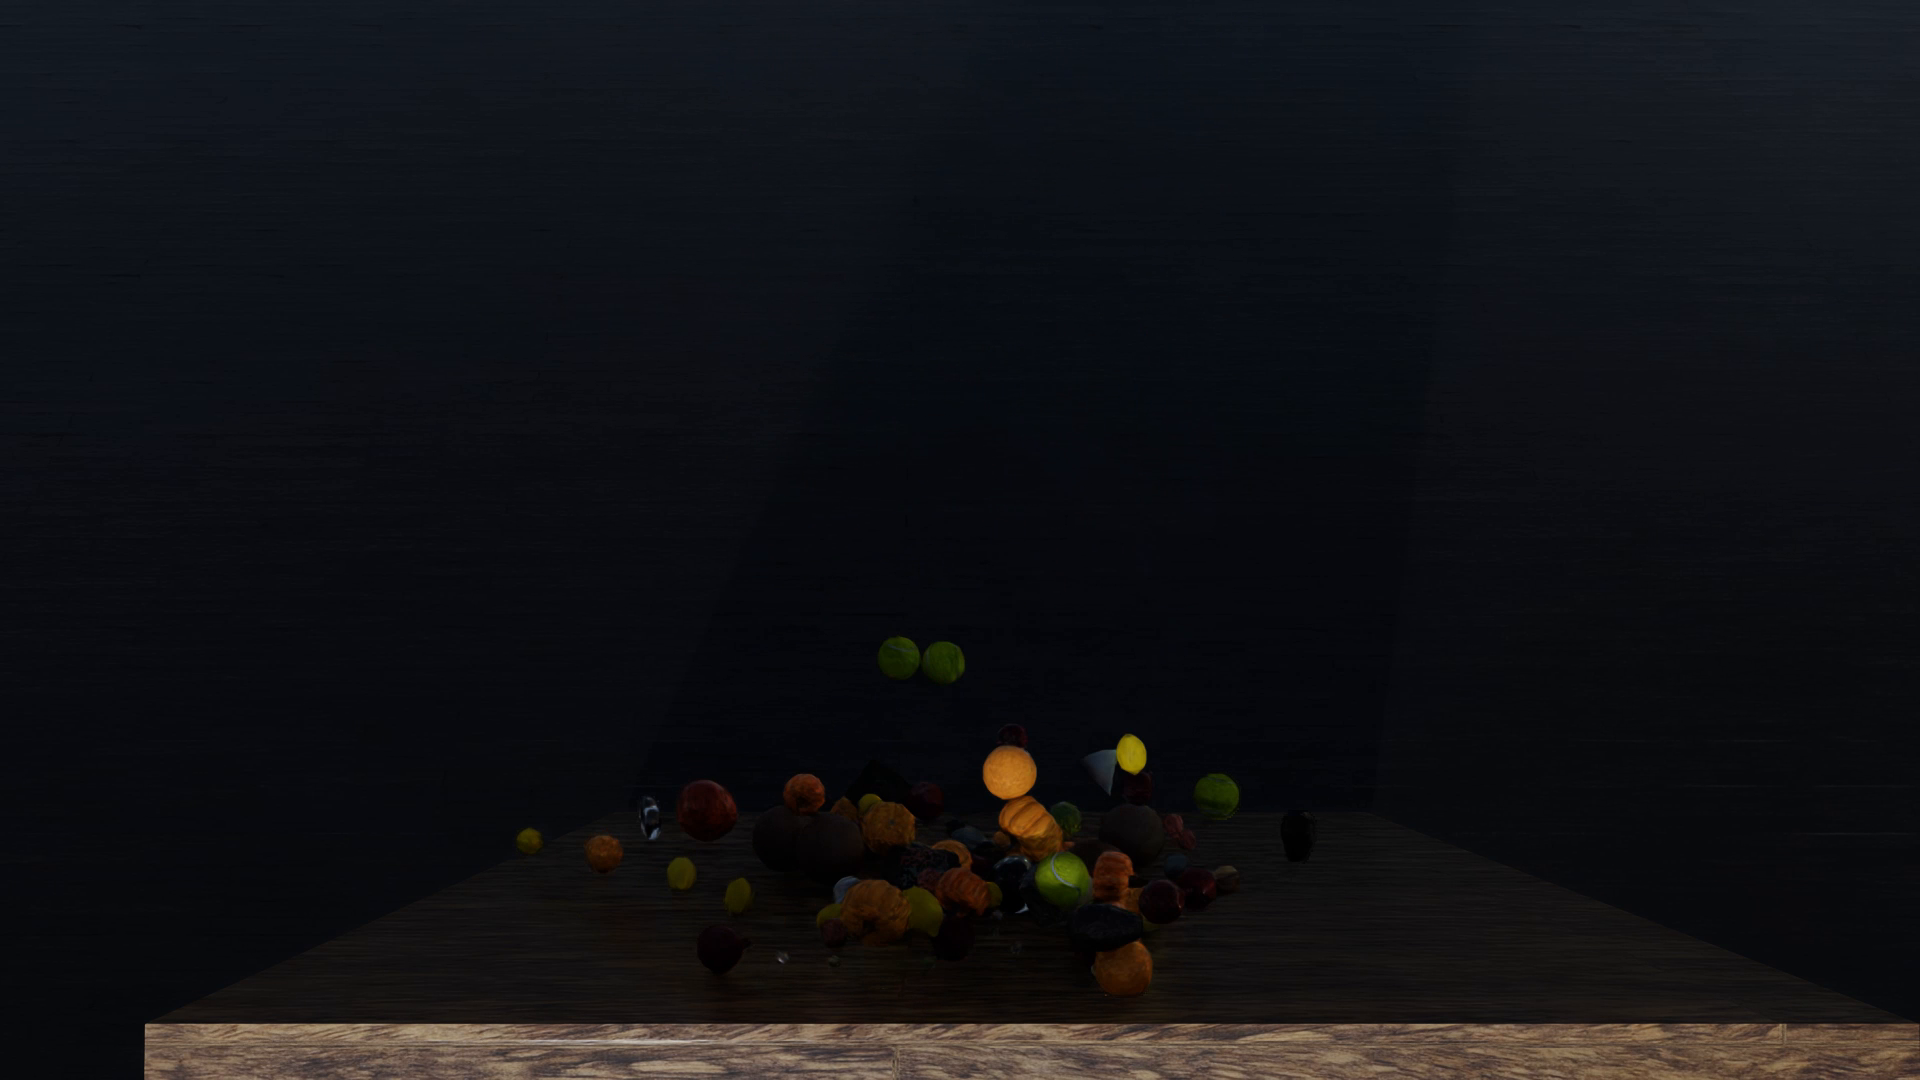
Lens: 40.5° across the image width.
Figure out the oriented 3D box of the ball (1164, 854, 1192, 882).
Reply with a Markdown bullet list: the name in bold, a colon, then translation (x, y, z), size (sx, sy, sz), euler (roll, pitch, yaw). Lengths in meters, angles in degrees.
- **ball**: translation (0.400, 0.603, 4.787), size (0.051, 0.051, 0.051), euler (0, 37, 0)

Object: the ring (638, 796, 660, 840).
- **ring**: translation (-0.612, 0.547, 5.129), size (0.029, 0.088, 0.088), euler (-9, 38, -18)

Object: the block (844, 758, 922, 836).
- **block**: translation (-0.161, 0.544, 5.497), size (0.099, 0.099, 0.099), euler (29, 75, 37)

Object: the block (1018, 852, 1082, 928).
- **block**: translation (0.139, 0.511, 3.799), size (0.069, 0.069, 0.069), euler (-21, 16, 28)

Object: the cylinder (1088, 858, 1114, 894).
- **cylinder**: translation (0.225, 0.581, 4.481), size (0.065, 0.065, 0.065), euler (19, 4, 23)

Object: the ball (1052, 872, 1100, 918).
- **ball**: translation (0.166, 0.507, 3.720), size (0.068, 0.068, 0.068), euler (0, 37, 0)

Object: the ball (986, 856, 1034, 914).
- **ball**: translation (0.086, 0.544, 4.108), size (0.092, 0.092, 0.092), euler (0, 37, 0)

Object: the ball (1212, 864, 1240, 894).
- **ball**: translation (0.463, 0.591, 4.531), size (0.051, 0.051, 0.051), euler (0, 37, 0)

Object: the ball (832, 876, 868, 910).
- **ball**: translation (-0.179, 0.576, 4.235), size (0.056, 0.056, 0.056), euler (0, 37, 0)

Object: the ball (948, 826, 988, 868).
- **ball**: translation (0.015, 0.603, 5.114), size (0.080, 0.080, 0.080), euler (0, 37, 0)

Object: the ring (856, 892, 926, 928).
- **ring**: translation (-0.102, 0.564, 3.995), size (0.114, 0.038, 0.114), euler (-11, 7, 1)

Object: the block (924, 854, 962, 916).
- **block**: translation (-0.053, 0.557, 4.210), size (0.091, 0.091, 0.091), euler (-1, -3, 19)

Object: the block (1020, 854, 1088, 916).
- **block**: translation (0.143, 0.556, 4.182), size (0.091, 0.091, 0.091), euler (2, -3, -40)

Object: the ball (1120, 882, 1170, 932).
- **ball**: translation (0.278, 0.552, 3.915), size (0.075, 0.075, 0.075), euler (0, 37, 0)

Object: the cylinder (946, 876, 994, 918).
- **cylinder**: translation (0.014, 0.567, 4.141), size (0.065, 0.065, 0.065), euler (-1, 36, 16)

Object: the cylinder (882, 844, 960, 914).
- **cylinder**: translation (-0.059, 0.511, 3.924), size (0.093, 0.093, 0.093), euler (8, 34, -18)

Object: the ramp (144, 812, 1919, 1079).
- **ramp**: translation (0.081, 0.685, 4.929), size (2.000, 0.100, 4.000), euler (0, -3, 0)
